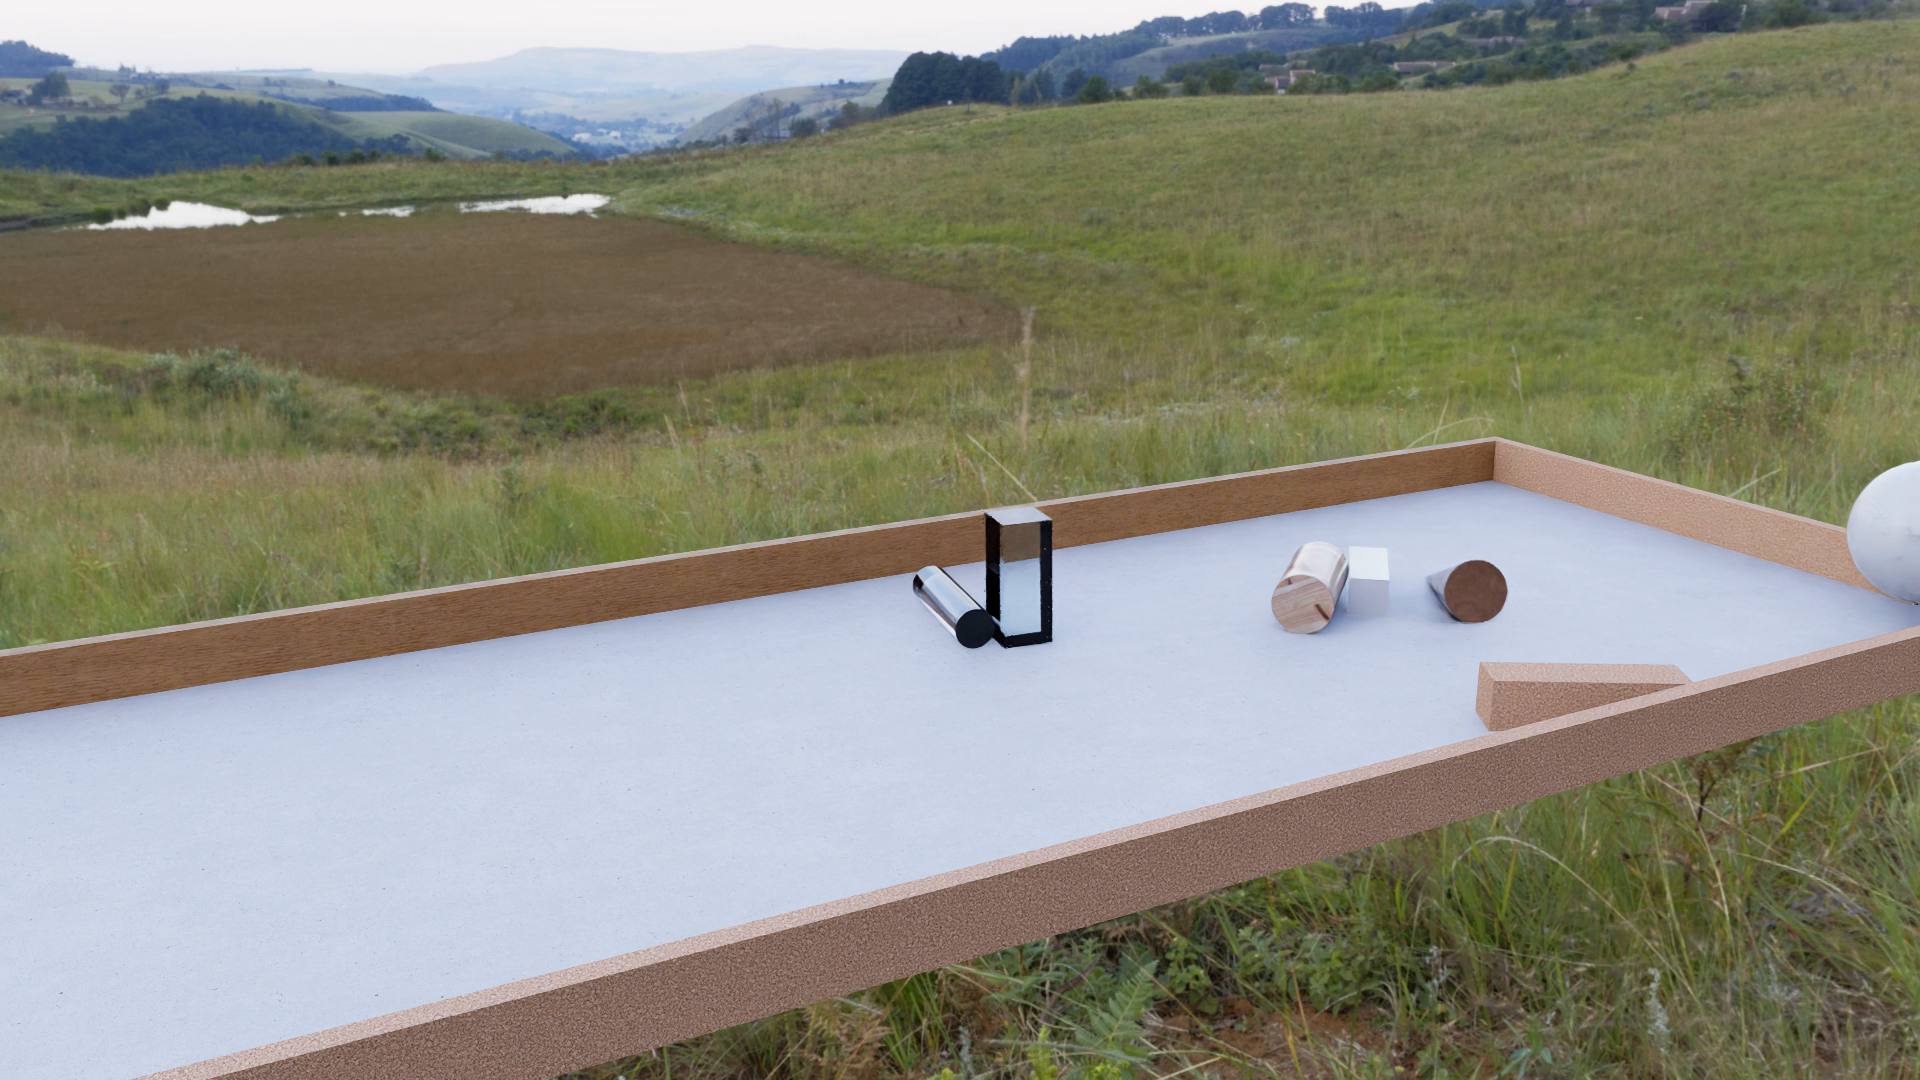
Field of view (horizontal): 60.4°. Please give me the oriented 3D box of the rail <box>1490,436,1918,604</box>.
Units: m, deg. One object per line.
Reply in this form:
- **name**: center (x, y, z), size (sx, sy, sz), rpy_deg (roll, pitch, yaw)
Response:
- **rail**: center (2.466, -0.048, 5.253), size (0.050, 0.150, 2.100), rpy_deg (-9, 18, -27)

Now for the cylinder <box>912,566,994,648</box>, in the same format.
- **cylinder**: center (-0.022, 0.180, 4.546), size (0.110, 0.110, 0.404), rpy_deg (-5, 17, -17)

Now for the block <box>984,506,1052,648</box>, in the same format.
- **block**: center (0.157, 0.099, 4.407), size (0.138, 0.341, 0.138), rpy_deg (-7, 18, -18)

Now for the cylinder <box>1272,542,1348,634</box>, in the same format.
- **cylinder**: center (0.983, 0.130, 4.616), size (0.167, 0.167, 0.340), rpy_deg (6, 17, 19)

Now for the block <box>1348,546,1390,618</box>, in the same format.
- **block**: center (1.177, 0.117, 4.764), size (0.108, 0.108, 0.319), rpy_deg (4, 17, 12)

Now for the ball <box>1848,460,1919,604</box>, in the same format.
- **ball**: center (2.645, -0.022, 4.503), size (0.393, 0.393, 0.393), rpy_deg (0, 16, 0)

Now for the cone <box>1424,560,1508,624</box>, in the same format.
- **cone**: center (1.413, 0.128, 4.766), size (0.177, 0.177, 0.415), rpy_deg (-1, 4, -4)

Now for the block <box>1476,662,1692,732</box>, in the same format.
- **block**: center (1.463, 0.370, 3.873), size (0.457, 0.125, 0.125), rpy_deg (1, 16, 2)

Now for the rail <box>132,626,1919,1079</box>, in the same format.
- **rail**: center (-2.336, 1.006, 1.665), size (12.000, 0.150, 0.050), rpy_deg (-9, 18, -27)

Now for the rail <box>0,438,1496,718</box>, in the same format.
- **rail**: center (-3.305, 0.497, 3.399), size (12.000, 0.150, 0.050), rpy_deg (-9, 18, -27)
